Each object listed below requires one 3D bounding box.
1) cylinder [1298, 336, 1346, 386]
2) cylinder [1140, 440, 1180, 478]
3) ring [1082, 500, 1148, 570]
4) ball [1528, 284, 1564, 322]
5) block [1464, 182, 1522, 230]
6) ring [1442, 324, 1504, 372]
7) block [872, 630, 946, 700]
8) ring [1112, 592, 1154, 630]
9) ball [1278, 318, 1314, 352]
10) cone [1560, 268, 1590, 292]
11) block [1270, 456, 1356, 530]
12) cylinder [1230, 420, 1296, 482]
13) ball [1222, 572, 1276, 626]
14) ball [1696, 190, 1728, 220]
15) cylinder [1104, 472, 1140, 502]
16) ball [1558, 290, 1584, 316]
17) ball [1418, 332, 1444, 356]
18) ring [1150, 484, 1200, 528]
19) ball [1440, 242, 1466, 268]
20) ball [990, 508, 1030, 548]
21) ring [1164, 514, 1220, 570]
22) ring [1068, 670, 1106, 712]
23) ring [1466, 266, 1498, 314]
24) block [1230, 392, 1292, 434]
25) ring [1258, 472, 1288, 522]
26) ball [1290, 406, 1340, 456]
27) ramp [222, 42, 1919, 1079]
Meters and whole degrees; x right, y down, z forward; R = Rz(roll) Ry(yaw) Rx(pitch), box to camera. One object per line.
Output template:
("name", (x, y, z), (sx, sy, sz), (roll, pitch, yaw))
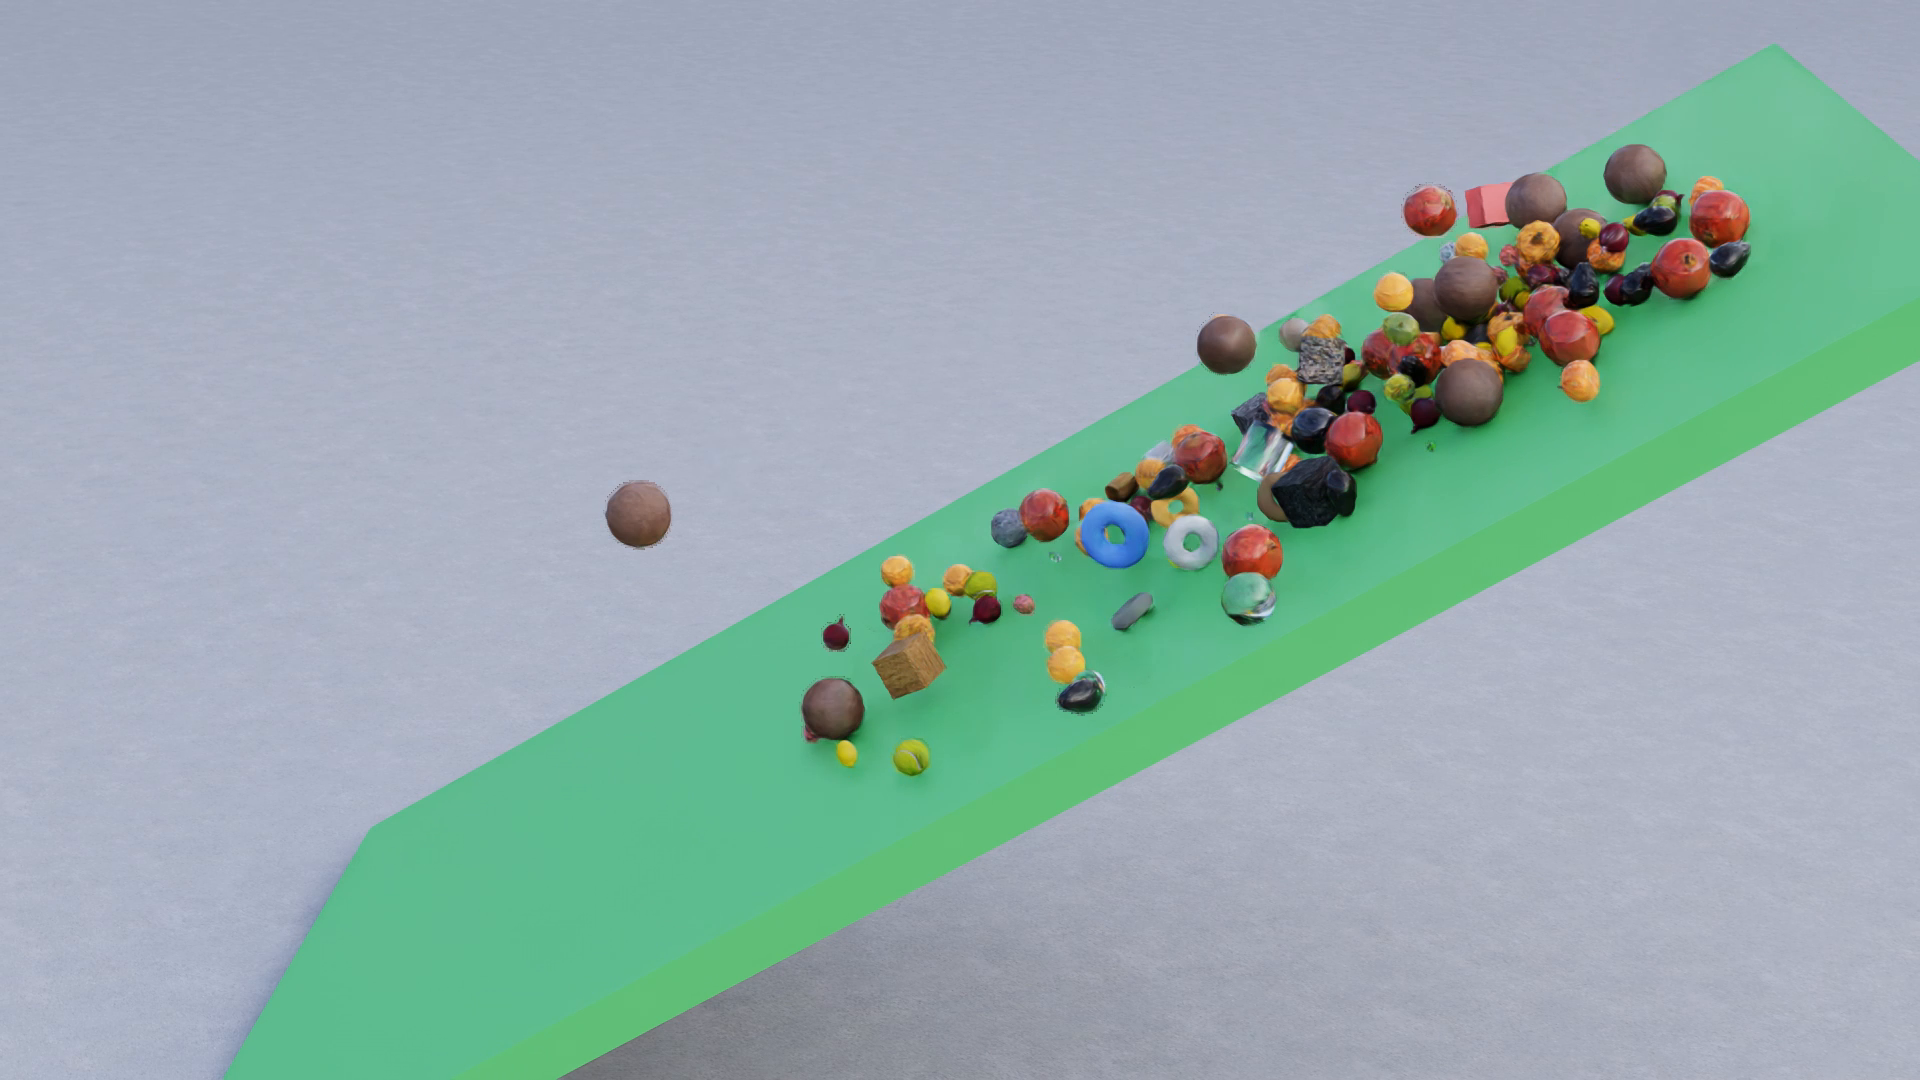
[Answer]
("cylinder", (0.749, -0.370, 6.090), (0.093, 0.093, 0.093), (4, 1, 0))
("cylinder", (0.440, -0.177, 6.472), (0.060, 0.060, 0.060), (-37, 33, -20))
("ring", (0.315, -0.010, 5.974), (0.145, 0.145, 0.048), (9, 15, 24))
("ball", (1.178, -0.476, 5.901), (0.075, 0.075, 0.075), (0, 19, 0))
("block", (1.189, -0.746, 6.560), (0.086, 0.086, 0.086), (-8, 0, -14))
("ring", (1.039, -0.391, 5.966), (0.139, 0.046, 0.139), (-32, 14, 9))
("block", (-0.104, 0.254, 5.977), (0.090, 0.090, 0.090), (-22, 13, 38))
("ring", (0.334, 0.137, 5.693), (0.097, 0.032, 0.097), (-41, 5, 5))
("ball", (0.767, -0.468, 6.715), (0.078, 0.078, 0.078), (0, 19, 0))
("cone", (1.250, -0.532, 5.949), (0.053, 0.053, 0.053), (-17, 7, 35))
("block", (0.677, -0.091, 5.638), (0.097, 0.097, 0.097), (-40, 17, -28))
("cylinder", (0.595, -0.171, 5.779), (0.096, 0.096, 0.096), (28, -5, 3))
("ball", (0.522, 0.106, 5.313), (0.099, 0.099, 0.099), (0, 19, 0))
("ball", (1.499, -0.669, 5.865), (0.060, 0.060, 0.060), (0, 19, 0))
("cylinder", (0.356, -0.113, 6.454), (0.054, 0.054, 0.054), (-40, 38, -26))
("ball", (1.218, -0.472, 5.854), (0.051, 0.051, 0.051), (0, 19, 0))
("ball", (0.974, -0.405, 6.075), (0.051, 0.051, 0.051), (0, 19, 0))
("ring", (0.438, -0.067, 5.975), (0.101, 0.101, 0.034), (-2, 27, -5))
("ball", (1.107, -0.641, 6.617), (0.057, 0.057, 0.057), (0, 19, 0))
("ball", (0.111, -0.027, 6.609), (0.088, 0.088, 0.088), (0, 19, 0))
("ring", (0.454, 0.005, 5.760), (0.111, 0.111, 0.037), (-2, 15, -4))
("ring", (0.234, 0.278, 5.420), (0.080, 0.080, 0.027), (20, -6, 45))
("ring", (1.091, -0.522, 6.153), (0.036, 0.108, 0.108), (-23, 7, 28))
("block", (0.642, -0.255, 6.272), (0.082, 0.082, 0.082), (-34, 15, -6))
("ring", (0.621, -0.084, 5.696), (0.098, 0.098, 0.033), (-6, 1, -16))
("ball", (0.714, -0.220, 5.902), (0.099, 0.099, 0.099), (0, 19, 0))
("ramp", (0.142, 0.168, 6.287), (4.000, 0.100, 2.000), (-29, 15, 13))
